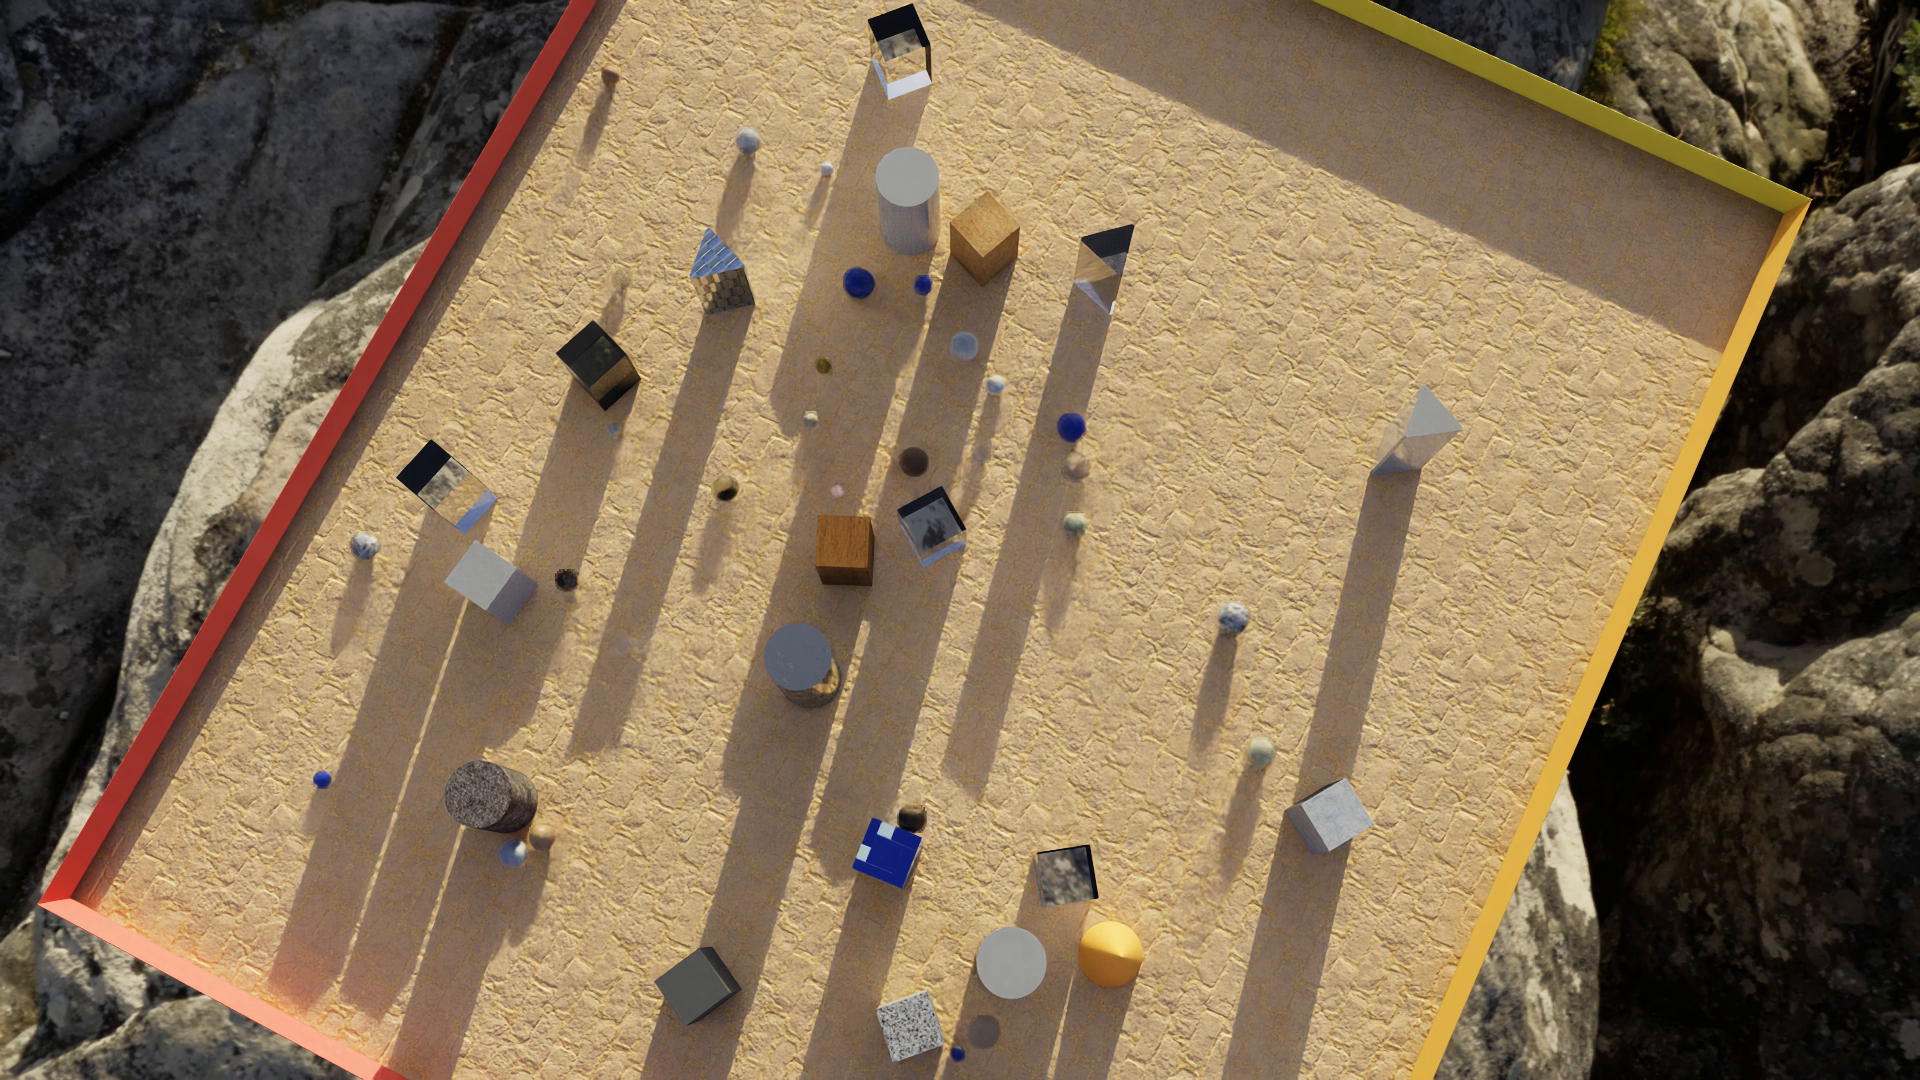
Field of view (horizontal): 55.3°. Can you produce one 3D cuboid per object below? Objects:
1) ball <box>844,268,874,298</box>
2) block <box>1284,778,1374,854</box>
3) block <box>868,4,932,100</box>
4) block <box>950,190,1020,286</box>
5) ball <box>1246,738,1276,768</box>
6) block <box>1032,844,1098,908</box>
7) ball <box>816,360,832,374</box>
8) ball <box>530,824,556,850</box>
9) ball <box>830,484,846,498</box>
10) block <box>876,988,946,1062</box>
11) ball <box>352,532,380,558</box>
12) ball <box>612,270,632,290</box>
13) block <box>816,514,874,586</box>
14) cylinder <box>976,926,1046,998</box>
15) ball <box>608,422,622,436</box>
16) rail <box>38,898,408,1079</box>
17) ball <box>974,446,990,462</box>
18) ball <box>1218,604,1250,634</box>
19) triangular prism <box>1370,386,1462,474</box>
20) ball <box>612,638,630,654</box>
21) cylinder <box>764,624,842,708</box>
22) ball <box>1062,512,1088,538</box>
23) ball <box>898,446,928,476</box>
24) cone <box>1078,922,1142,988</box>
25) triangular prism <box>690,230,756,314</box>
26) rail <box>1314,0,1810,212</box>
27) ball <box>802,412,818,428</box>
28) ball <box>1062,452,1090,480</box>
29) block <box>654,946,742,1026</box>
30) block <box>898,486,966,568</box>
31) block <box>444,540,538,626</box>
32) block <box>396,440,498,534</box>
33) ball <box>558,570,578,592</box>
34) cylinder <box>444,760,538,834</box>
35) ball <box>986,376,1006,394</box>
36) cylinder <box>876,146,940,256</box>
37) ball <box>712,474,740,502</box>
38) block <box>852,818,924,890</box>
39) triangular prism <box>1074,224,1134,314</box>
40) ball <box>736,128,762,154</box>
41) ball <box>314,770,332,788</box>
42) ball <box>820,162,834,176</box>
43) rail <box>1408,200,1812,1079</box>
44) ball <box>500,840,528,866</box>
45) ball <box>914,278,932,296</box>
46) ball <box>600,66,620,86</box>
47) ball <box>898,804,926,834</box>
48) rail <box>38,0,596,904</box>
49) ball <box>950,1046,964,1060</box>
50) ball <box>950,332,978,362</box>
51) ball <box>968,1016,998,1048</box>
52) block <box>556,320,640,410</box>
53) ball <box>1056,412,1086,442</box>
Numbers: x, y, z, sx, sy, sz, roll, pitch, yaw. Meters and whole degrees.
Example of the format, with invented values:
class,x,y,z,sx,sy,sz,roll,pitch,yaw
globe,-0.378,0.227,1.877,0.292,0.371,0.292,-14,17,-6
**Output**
class,x,y,z,sx,sy,sz,roll,pitch,yaw
ball,-0.314,-0.803,5.734,0.094,0.094,0.094,0,78,0
block,1.068,0.803,5.313,0.151,0.270,0.151,-30,80,-6
block,-0.189,-1.543,5.798,0.151,0.270,0.151,-21,79,-4
block,0.075,-0.929,5.673,0.151,0.266,0.151,-41,81,-8
ball,0.892,0.635,5.440,0.088,0.088,0.088,0,78,0
block,0.301,0.967,5.265,0.151,0.296,0.151,-9,78,-2
ball,-0.425,-0.539,5.704,0.047,0.047,0.047,0,78,0
ball,-1.229,0.876,5.396,0.076,0.076,0.076,0,78,0
ball,-0.374,-0.150,5.625,0.044,0.044,0.044,0,78,0
block,-0.139,1.379,5.215,0.151,0.228,0.151,-19,79,-4
ball,-1.807,0.018,5.572,0.079,0.079,0.079,0,78,0
ball,-1.061,-0.818,5.753,0.063,0.063,0.063,0,78,0
block,-0.340,0.034,5.457,0.151,0.299,0.151,2,78,0
cylinder,0.138,1.180,5.140,0.189,0.455,0.189,0,78,0
ball,-1.068,-0.341,5.664,0.044,0.044,0.044,0,78,0
rail,-0.952,1.871,5.166,3.787,0.123,0.045,26,80,5
ball,0.067,-0.265,5.645,0.052,0.052,0.052,0,78,0
ball,0.824,0.238,5.520,0.093,0.093,0.093,0,78,0
triangular prism,1.338,-0.329,5.453,0.164,0.454,0.142,-8,78,-2
ball,-1.022,0.320,5.524,0.052,0.052,0.052,0,78,0
cylinder,-0.451,0.369,5.312,0.189,0.446,0.189,0,78,0
ball,0.350,-0.045,5.586,0.077,0.077,0.077,0,78,0
ball,-0.143,-0.242,5.621,0.089,0.089,0.089,0,78,0
cone,0.441,1.174,5.178,0.189,0.383,0.189,0,78,0
triangular prism,-0.737,-0.830,5.619,0.164,0.331,0.142,-13,79,-3
rail,0.952,-1.858,5.937,3.787,0.123,0.045,26,80,5
ball,-0.462,-0.370,5.668,0.049,0.049,0.049,0,78,0
ball,0.358,-0.224,5.619,0.086,0.086,0.086,0,78,0
block,-0.742,1.266,5.210,0.151,0.283,0.151,-36,81,-7
block,-0.083,-0.037,5.507,0.151,0.229,0.151,-28,80,-6
block,-1.390,0.130,5.448,0.151,0.277,0.151,33,80,6
block,-1.528,-0.156,5.475,0.151,0.339,0.151,39,81,7
ball,-1.190,0.124,5.559,0.063,0.063,0.063,0,78,0
cylinder,-1.350,0.745,5.295,0.189,0.327,0.189,0,78,0
ball,0.112,-0.481,5.685,0.060,0.060,0.060,0,78,0
cylinder,-0.156,-1.034,5.623,0.189,0.405,0.189,0,78,0
ball,-0.717,-0.160,5.608,0.081,0.081,0.081,0,78,0
block,-0.204,0.906,5.278,0.151,0.296,0.151,21,79,4
triangular prism,0.466,-0.850,5.607,0.164,0.362,0.142,44,82,8
ball,-0.674,-1.269,5.838,0.081,0.081,0.081,0,78,0
ball,-1.894,0.712,5.443,0.051,0.051,0.051,0,78,0
ball,-0.423,-1.181,5.839,0.044,0.044,0.044,0,78,0
rail,1.672,0.825,5.382,0.045,0.123,4.304,26,80,5
ball,-1.310,0.920,5.385,0.080,0.080,0.080,0,78,0
ball,-0.116,-0.796,5.752,0.058,0.058,0.058,0,78,0
ball,-1.125,-1.494,5.895,0.060,0.060,0.060,0,78,0
ball,-0.143,0.822,5.403,0.085,0.085,0.085,0,78,0
rail,-1.672,-0.812,5.721,0.045,0.123,4.304,26,80,5
ball,-0.007,1.482,5.289,0.041,0.041,0.041,0,78,0
ball,0.012,-0.601,5.695,0.090,0.090,0.090,0,78,0
ball,0.066,1.416,5.277,0.091,0.091,0.091,0,78,0
block,-1.102,-0.531,5.598,0.151,0.252,0.151,-43,82,-8
ball,0.343,-0.349,5.643,0.090,0.090,0.090,0,78,0
